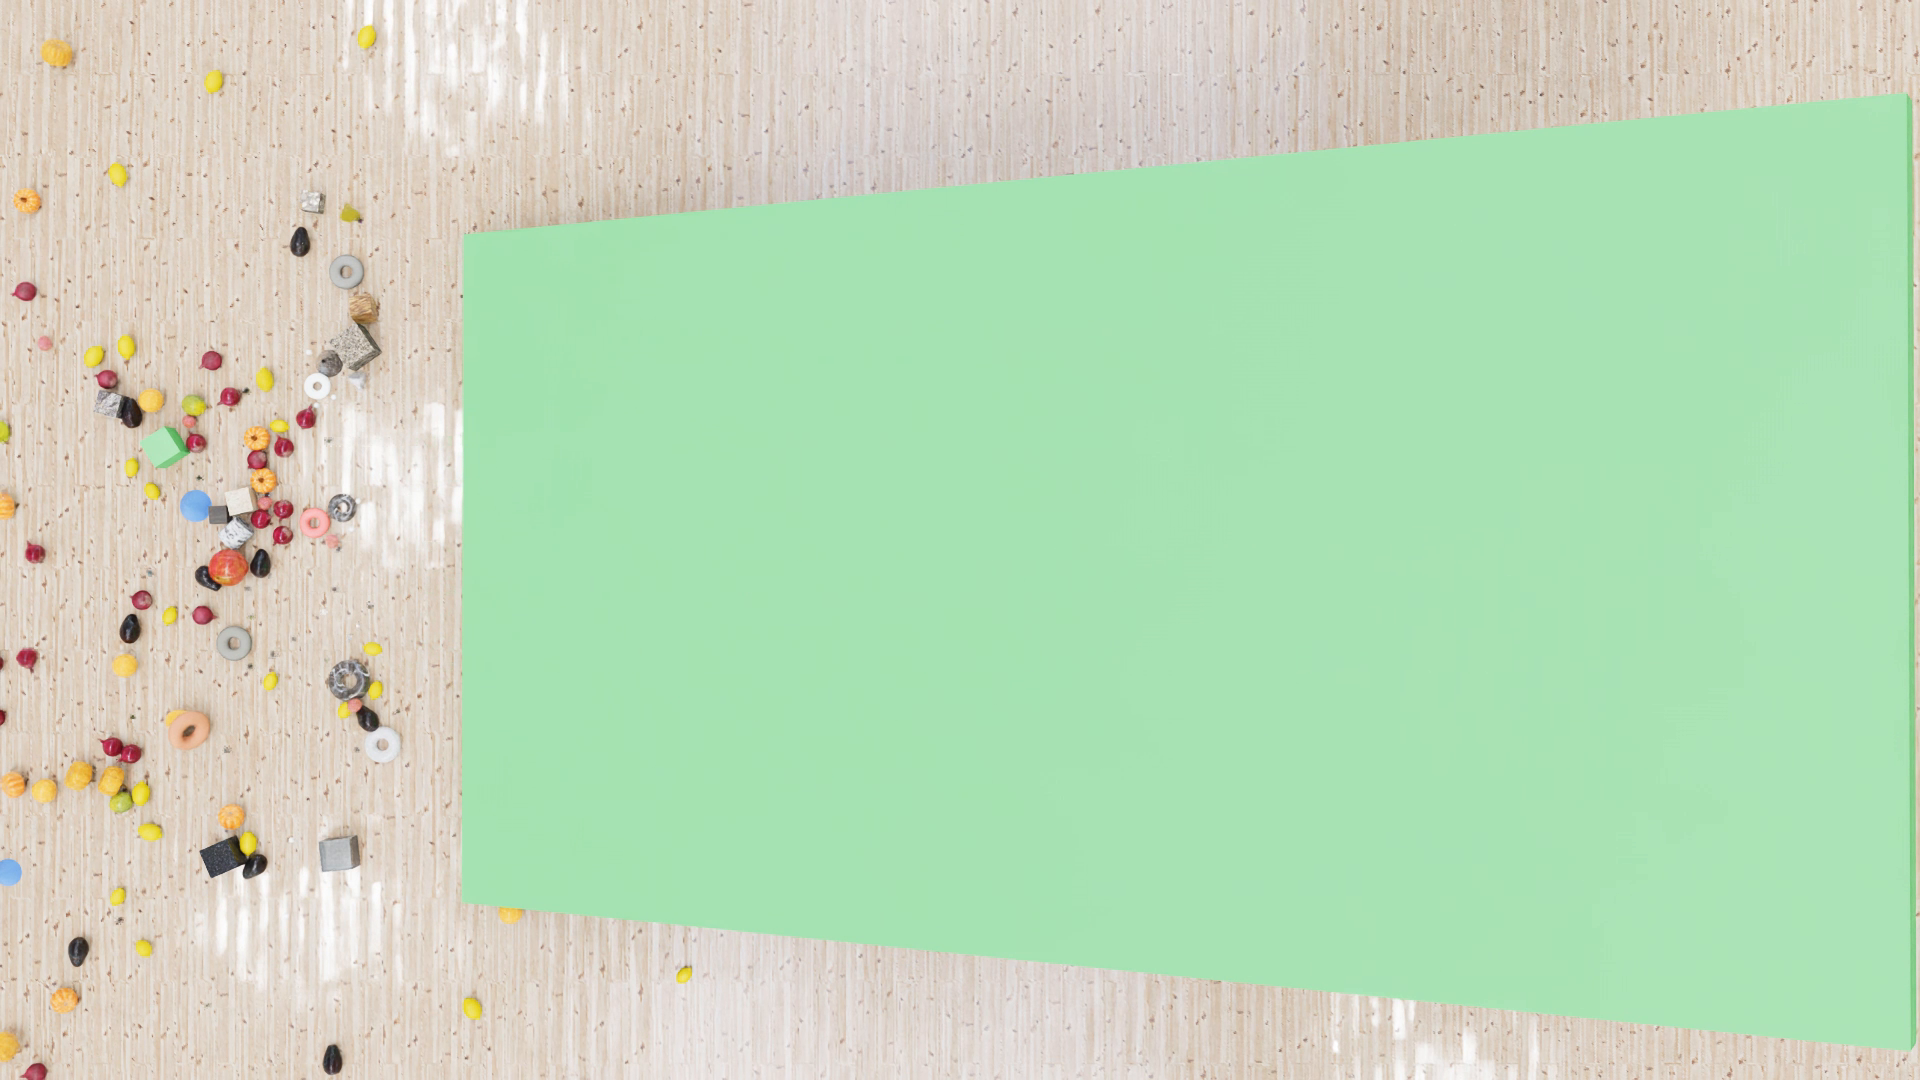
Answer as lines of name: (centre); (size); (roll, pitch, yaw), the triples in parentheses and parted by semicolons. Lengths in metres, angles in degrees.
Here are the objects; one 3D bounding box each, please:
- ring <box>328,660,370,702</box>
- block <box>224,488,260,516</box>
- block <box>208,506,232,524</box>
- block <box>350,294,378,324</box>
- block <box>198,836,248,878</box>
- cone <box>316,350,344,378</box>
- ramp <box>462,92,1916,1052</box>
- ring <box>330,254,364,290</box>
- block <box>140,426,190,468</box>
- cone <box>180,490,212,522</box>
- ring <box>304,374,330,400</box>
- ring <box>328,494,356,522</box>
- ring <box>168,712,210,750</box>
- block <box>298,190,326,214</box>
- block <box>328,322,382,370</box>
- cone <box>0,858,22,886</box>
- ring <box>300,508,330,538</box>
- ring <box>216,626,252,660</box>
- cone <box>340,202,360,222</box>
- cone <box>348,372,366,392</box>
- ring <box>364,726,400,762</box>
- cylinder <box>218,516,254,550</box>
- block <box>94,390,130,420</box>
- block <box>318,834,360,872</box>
ring: (-1.844, 0.425, 6.643); (0.130, 0.043, 0.130); (0, 88, 1)
block: (-2.164, -0.116, 6.634); (0.071, 0.071, 0.071); (-14, 89, 0)
block: (-2.233, -0.076, 6.642); (0.054, 0.054, 0.054); (-3, 89, 0)
block: (-1.800, -0.697, 6.635); (0.064, 0.064, 0.064); (-10, 71, 0)
block: (-2.214, 0.953, 6.614); (0.091, 0.091, 0.091); (-24, 89, 0)
cone: (-1.914, -0.536, 6.631); (0.085, 0.085, 0.085); (0, 89, 0)
ramp: (0.270, 0.075, 5.628); (4.000, 0.100, 2.000); (0, 89, 30)
ring: (-1.858, -0.812, 6.659); (0.106, 0.035, 0.106); (0, 88, 0)
block: (-2.396, -0.278, 6.626); (0.089, 0.089, 0.089); (-33, 90, 0)
cone: (-2.317, -0.104, 6.621); (0.098, 0.098, 0.098); (0, 89, 0)
ring: (-1.946, -0.466, 6.660); (0.081, 0.027, 0.081); (0, 89, 1)
ring: (-1.869, -0.097, 6.655); (0.088, 0.029, 0.088); (0, 90, -1)
ring: (-2.317, 0.574, 6.608); (0.043, 0.128, 0.128); (31, 89, 39)
block: (-1.958, -1.021, 6.649); (0.058, 0.058, 0.058); (9, 89, 0)
block: (-1.820, -0.581, 6.625); (0.099, 0.099, 0.099); (-35, 90, 0)
cone: (-2.882, 1.006, 6.617); (0.083, 0.083, 0.083); (0, 89, 0)
ring: (-1.953, -0.052, 6.654); (0.093, 0.031, 0.093); (0, 90, 1)
ring: (-2.195, 0.313, 6.648); (0.106, 0.035, 0.106); (0, 89, -1)
cone: (-1.854, -1.004, 6.665); (0.057, 0.057, 0.057); (-21, 63, 0)
cone: (-1.818, -0.472, 6.660); (0.056, 0.056, 0.056); (-6, 116, 0)
ring: (-1.744, 0.618, 6.644); (0.110, 0.037, 0.110); (0, 88, 1)
cylinder: (-2.183, -0.020, 6.631); (0.075, 0.075, 0.075); (-43, 90, 0)
block: (-2.560, -0.409, 6.638); (0.069, 0.069, 0.069); (15, 89, 0)
block: (-1.866, 0.943, 6.613); (0.092, 0.092, 0.092); (-6, 89, 0)
